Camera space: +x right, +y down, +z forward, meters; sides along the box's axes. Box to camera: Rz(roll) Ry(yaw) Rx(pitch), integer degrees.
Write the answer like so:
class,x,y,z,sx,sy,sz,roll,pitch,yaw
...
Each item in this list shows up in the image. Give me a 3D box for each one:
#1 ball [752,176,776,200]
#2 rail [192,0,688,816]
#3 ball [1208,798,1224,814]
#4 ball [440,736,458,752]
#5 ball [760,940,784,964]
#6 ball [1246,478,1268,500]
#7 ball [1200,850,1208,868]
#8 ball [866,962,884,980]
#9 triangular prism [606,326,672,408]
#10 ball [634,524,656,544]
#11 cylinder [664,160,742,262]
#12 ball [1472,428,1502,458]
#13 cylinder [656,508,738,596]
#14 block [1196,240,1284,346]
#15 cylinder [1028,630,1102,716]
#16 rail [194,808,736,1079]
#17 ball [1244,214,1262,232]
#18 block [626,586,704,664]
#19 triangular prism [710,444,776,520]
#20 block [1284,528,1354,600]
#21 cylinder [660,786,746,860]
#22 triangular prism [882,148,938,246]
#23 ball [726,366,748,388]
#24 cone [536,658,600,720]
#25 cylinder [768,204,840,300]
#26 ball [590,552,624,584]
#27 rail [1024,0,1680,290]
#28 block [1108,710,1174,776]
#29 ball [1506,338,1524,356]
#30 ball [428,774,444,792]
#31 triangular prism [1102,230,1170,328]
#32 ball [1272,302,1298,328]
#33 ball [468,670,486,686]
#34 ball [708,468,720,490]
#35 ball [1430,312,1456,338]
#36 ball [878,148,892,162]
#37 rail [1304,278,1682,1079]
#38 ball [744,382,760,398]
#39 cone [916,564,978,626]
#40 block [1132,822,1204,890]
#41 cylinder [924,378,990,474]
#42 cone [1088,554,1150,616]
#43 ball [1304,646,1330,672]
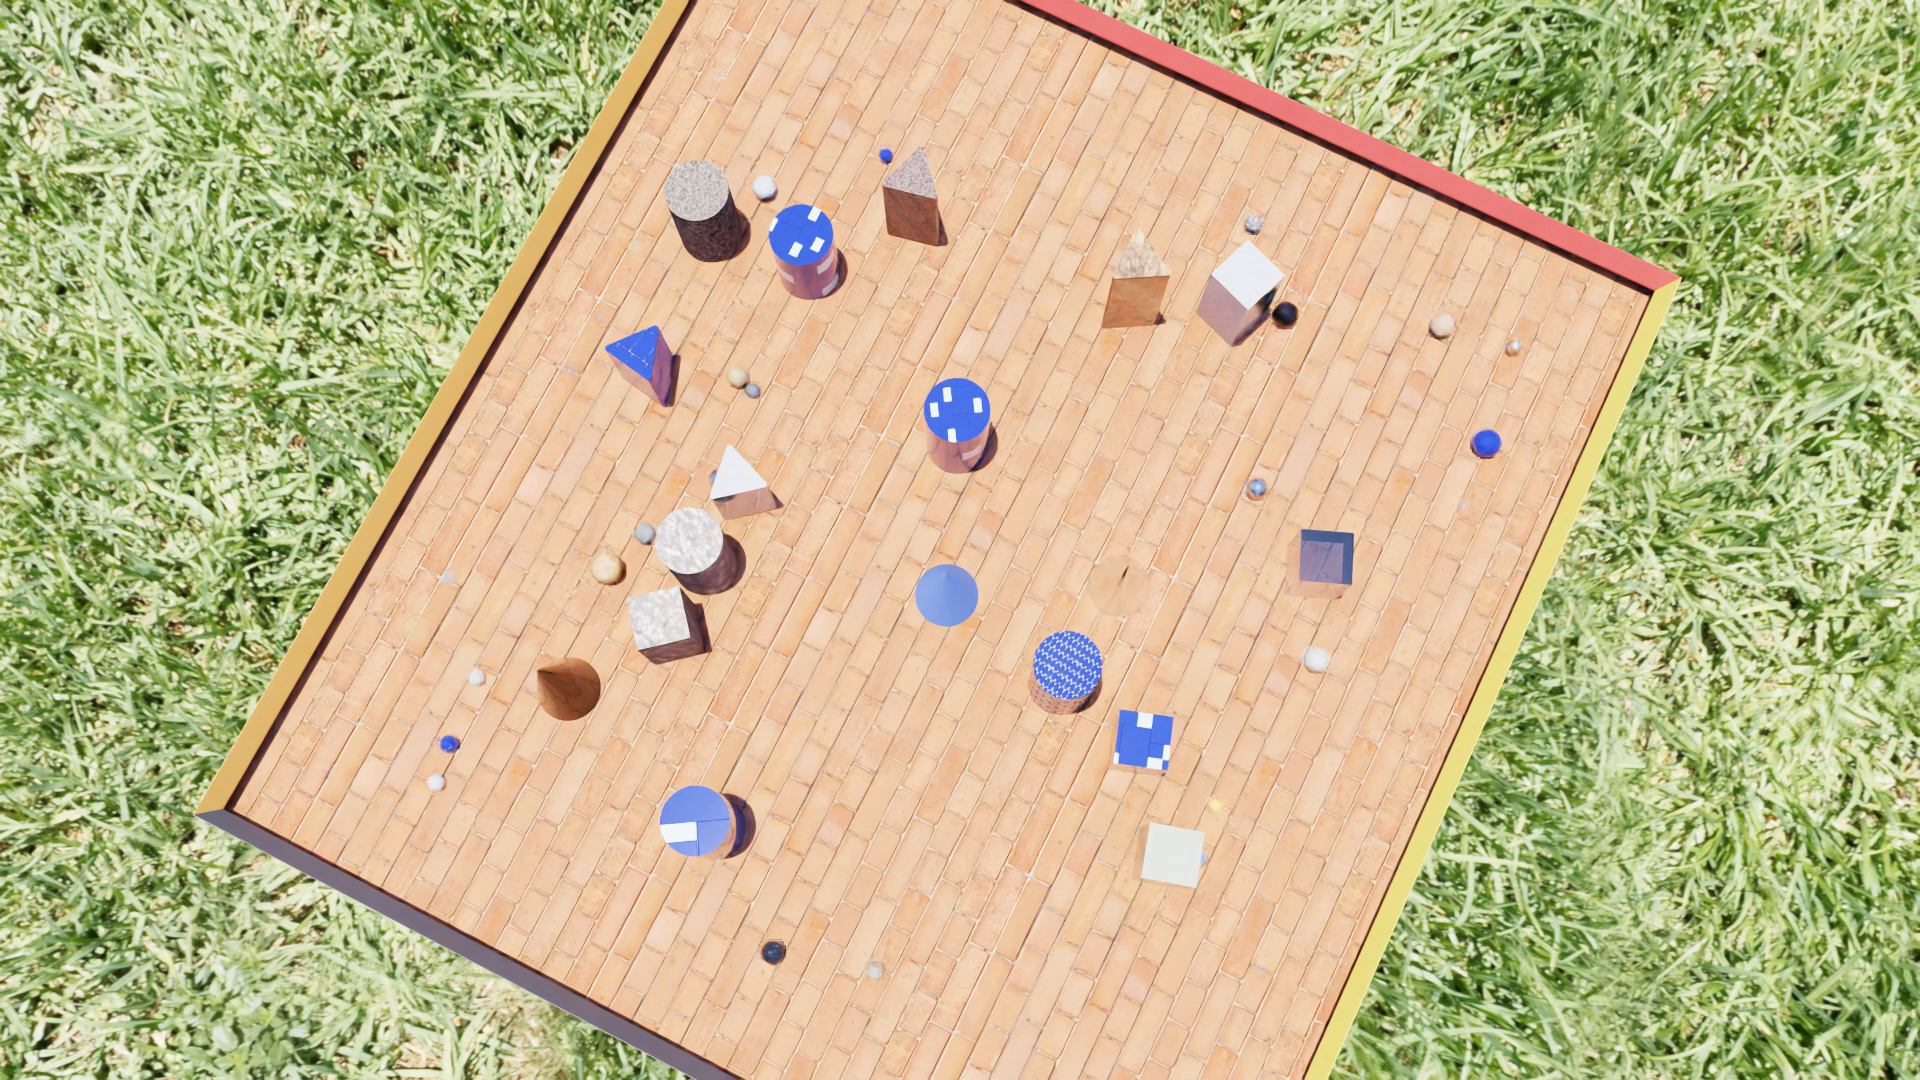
class,x,y,z,sx,sy,sz,roll,pitch,yaw
ball,-0.621,-1.118,5.809,0.076,0.076,0.076,0,78,0
rail,-1.433,-0.695,5.695,0.045,0.126,3.463,26,80,5
ball,0.758,0.788,5.431,0.045,0.045,0.045,0,78,0
ball,-1.525,0.608,5.463,0.053,0.053,0.053,0,78,0
ball,-0.544,1.201,5.333,0.069,0.069,0.069,0,78,0
ball,0.912,-0.158,5.614,0.069,0.069,0.069,0,78,0
ball,0.703,0.935,5.390,0.057,0.057,0.057,0,78,0
ball,-0.246,1.254,5.329,0.056,0.056,0.056,0,78,0
triangular prism,-0.942,-0.548,5.575,0.168,0.304,0.145,35,80,7
ball,-0.960,-0.020,5.588,0.063,0.063,0.063,0,78,0
cylinder,-0.787,-1.008,5.644,0.194,0.355,0.194,0,78,0
ball,1.621,-0.298,5.634,0.087,0.087,0.087,0,78,0
cylinder,-0.777,0.038,5.428,0.194,0.354,0.194,0,78,0
block,0.852,-0.748,5.589,0.155,0.356,0.155,-43,81,-8
cylinder,0.302,0.391,5.328,0.194,0.407,0.194,0,78,0
rail,-0.764,1.502,5.240,3.252,0.126,0.045,26,80,5
ball,0.928,-1.000,5.794,0.058,0.058,0.058,0,78,0
block,-0.866,0.255,5.407,0.155,0.307,0.155,-14,79,-3
triangular prism,-0.662,-0.181,5.504,0.168,0.294,0.145,-13,79,-3
block,1.071,0.074,5.474,0.155,0.248,0.155,5,78,1
cylinder,-0.732,0.815,5.250,0.194,0.388,0.194,0,78,0
triangular prism,-0.132,-1.062,5.634,0.168,0.395,0.145,14,79,3
ball,-0.691,-0.508,5.683,0.068,0.068,0.068,0,78,0
cone,-1.179,0.405,5.313,0.194,0.431,0.194,0,78,0
cylinder,-0.476,-0.882,5.639,0.194,0.314,0.194,0,78,0
ball,-1.069,0.086,5.549,0.097,0.097,0.097,0,78,0
rail,0.764,-1.489,5.859,3.252,0.126,0.045,26,80,5
block,0.527,0.597,5.373,0.155,0.235,0.155,8,78,2
ball,1.729,-0.603,5.713,0.055,0.055,0.055,0,78,0
ball,-1.556,0.721,5.441,0.051,0.051,0.051,0,78,0
triangular prism,0.523,-0.790,5.546,0.168,0.458,0.145,-4,78,-1
ball,1.017,-0.704,5.720,0.082,0.082,0.082,0,78,0
ball,-1.451,0.414,5.507,0.048,0.048,0.048,0,78,0
ball,-0.736,-0.184,5.612,0.075,0.075,0.075,0,78,0
ball,1.505,-0.670,5.715,0.078,0.078,0.078,0,78,0
ball,-0.237,-1.228,5.847,0.046,0.046,0.046,0,78,0
rail,1.433,0.708,5.405,0.045,0.126,3.463,26,80,5
ball,-0.645,-0.465,5.689,0.047,0.047,0.047,0,78,0
cone,-0.040,0.131,5.404,0.194,0.364,0.194,0,78,0
block,0.595,0.911,5.270,0.155,0.309,0.155,10,78,2
cylinder,-0.008,-0.337,5.490,0.194,0.384,0.194,0,78,0
cone,0.485,0.104,5.417,0.194,0.348,0.194,0,78,0
ball,1.072,0.359,5.503,0.076,0.076,0.076,0,78,0
